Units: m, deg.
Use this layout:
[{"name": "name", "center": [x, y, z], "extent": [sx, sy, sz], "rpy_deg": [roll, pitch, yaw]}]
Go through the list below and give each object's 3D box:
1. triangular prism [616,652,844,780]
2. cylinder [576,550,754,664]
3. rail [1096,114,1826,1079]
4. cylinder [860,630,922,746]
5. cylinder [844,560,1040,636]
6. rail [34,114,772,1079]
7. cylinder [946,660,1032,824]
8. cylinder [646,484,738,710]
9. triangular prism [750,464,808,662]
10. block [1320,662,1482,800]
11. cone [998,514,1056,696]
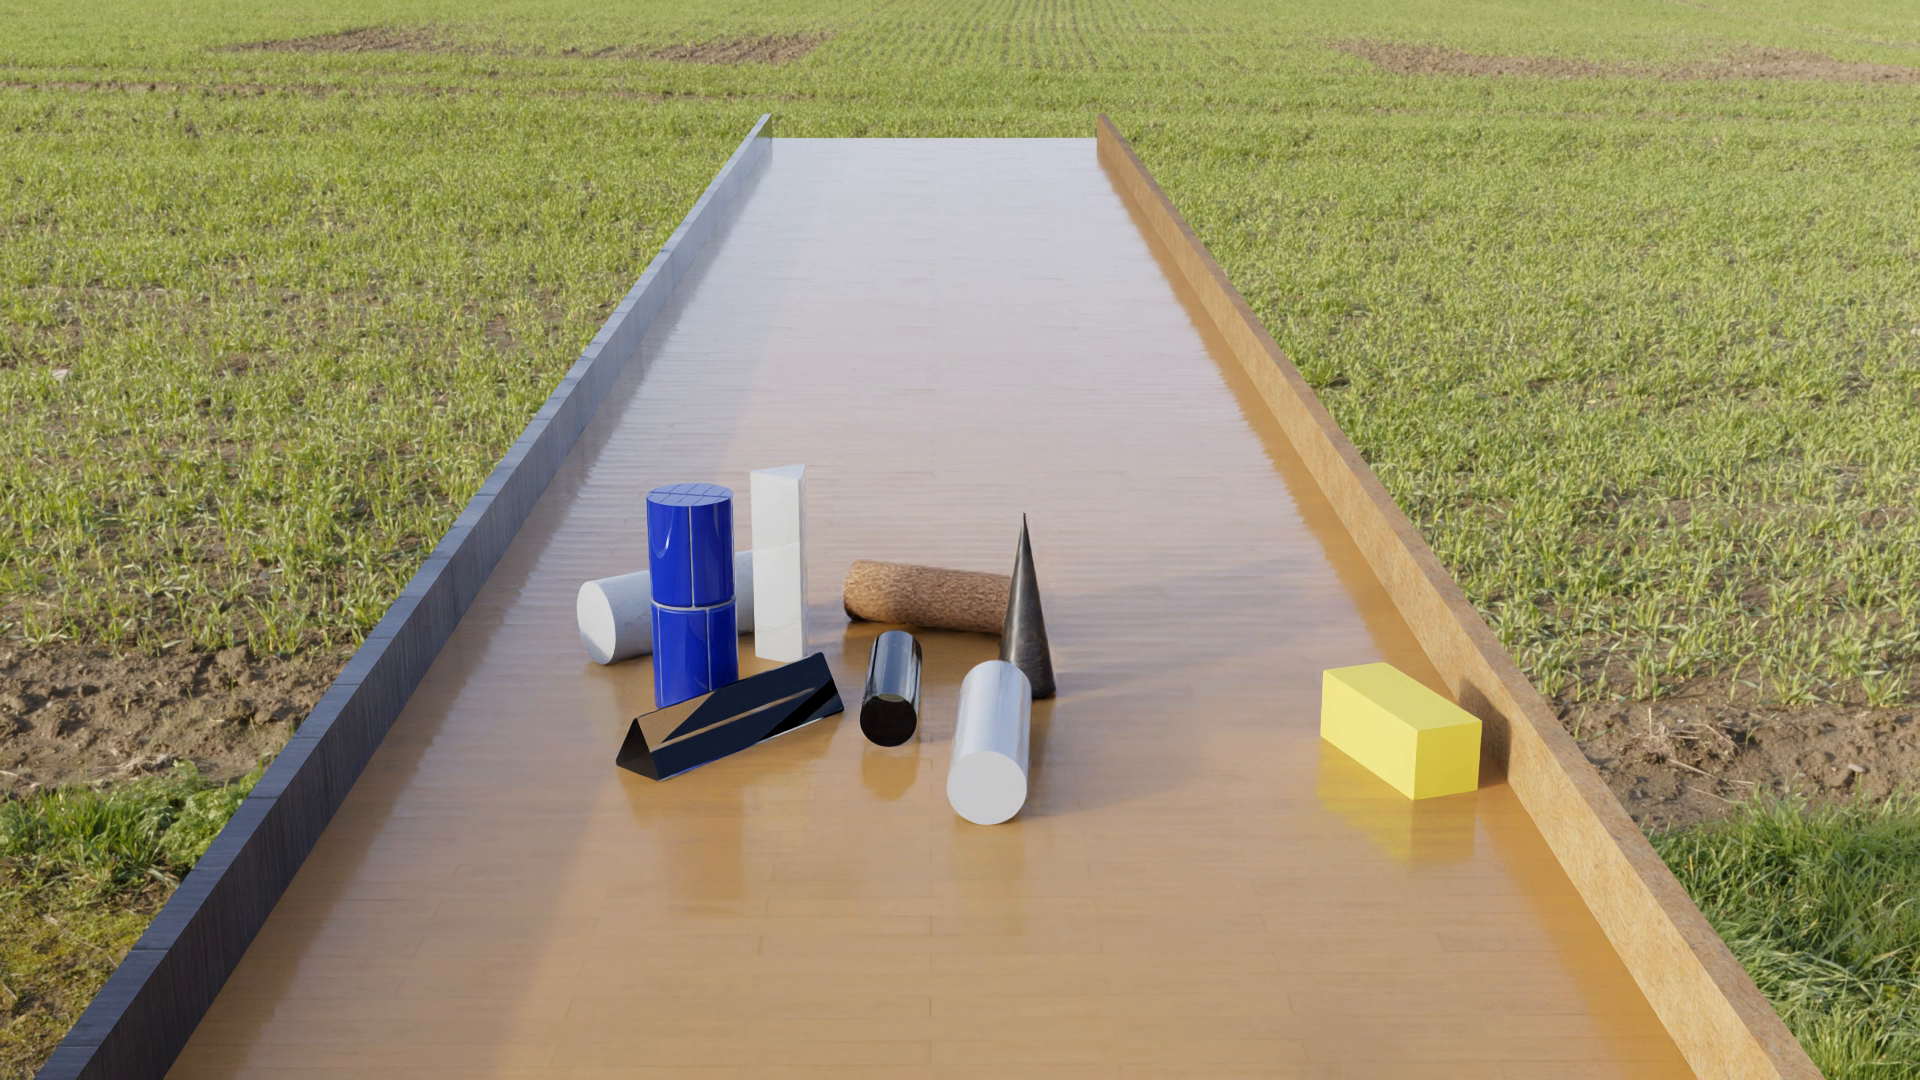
[{"name": "triangular prism", "center": [-0.413, 0.309, 4.000], "extent": [0.118, 0.102, 0.457], "rpy_deg": [14, 22, 39]}, {"name": "cylinder", "center": [-0.560, 0.131, 4.490], "extent": [0.405, 0.169, 0.169], "rpy_deg": [-12, 20, -34]}, {"name": "rail", "center": [0.932, -0.844, 7.801], "extent": [0.050, 0.150, 12.000], "rpy_deg": [0, 17, -1]}, {"name": "cylinder", "center": [-0.127, 0.274, 4.122], "extent": [0.103, 0.103, 0.349], "rpy_deg": [0, 17, 1]}, {"name": "cylinder", "center": [-0.039, 0.123, 4.598], "extent": [0.393, 0.123, 0.123], "rpy_deg": [6, 18, 19]}, {"name": "rail", "center": [-1.118, -0.838, 7.780], "extent": [0.050, 0.150, 12.000], "rpy_deg": [0, 17, -1]}, {"name": "cylinder", "center": [0.055, 0.346, 3.833], "extent": [0.132, 0.132, 0.440], "rpy_deg": [1, 17, 3]}, {"name": "cylinder", "center": [-0.500, 0.112, 4.129], "extent": [0.160, 0.410, 0.160], "rpy_deg": [0, 17, 0]}, {"name": "triangular prism", "center": [-0.337, 0.045, 4.400], "extent": [0.117, 0.385, 0.102], "rpy_deg": [9, 19, 28]}, {"name": "block", "center": [0.774, 0.333, 3.884], "extent": [0.127, 0.127, 0.318], "rpy_deg": [-6, 18, -19]}, {"name": "cone", "center": [0.123, 0.114, 4.205], "extent": [0.122, 0.352, 0.122], "rpy_deg": [0, 10, 0]}]
